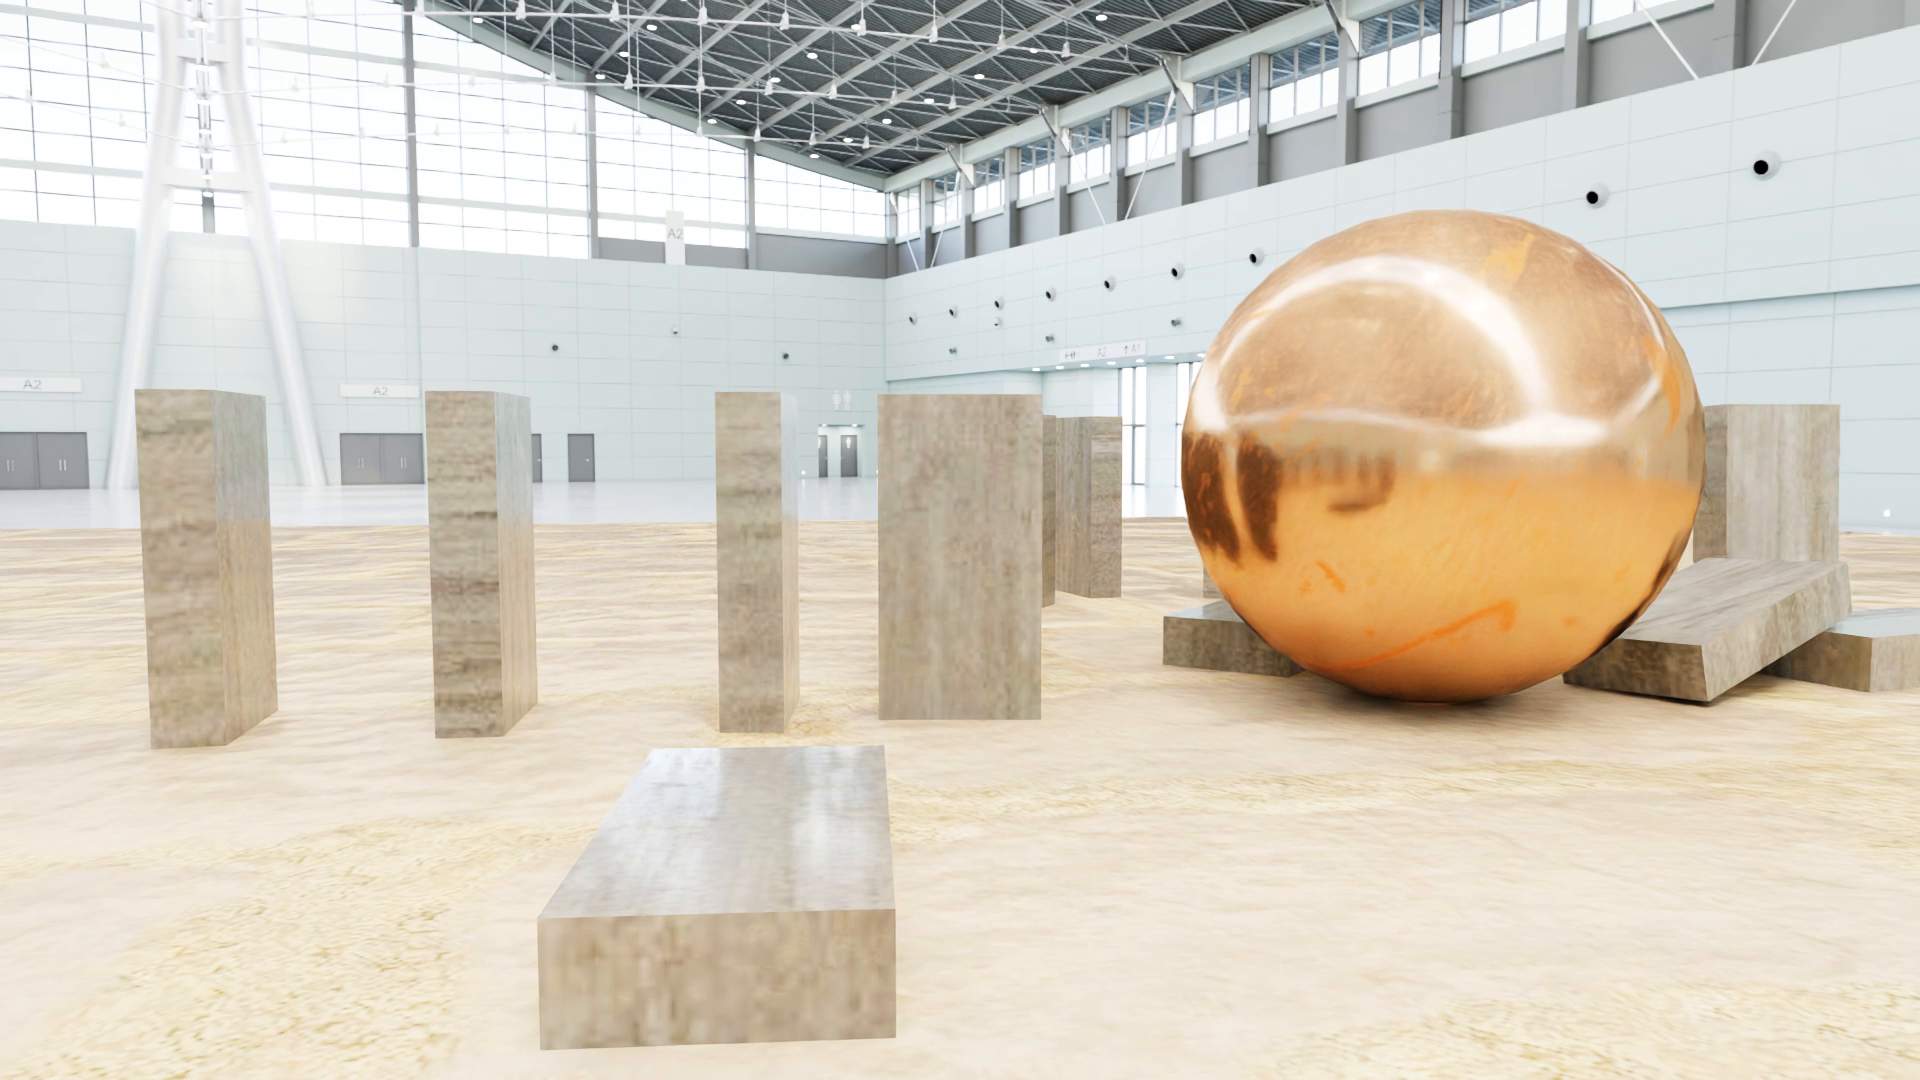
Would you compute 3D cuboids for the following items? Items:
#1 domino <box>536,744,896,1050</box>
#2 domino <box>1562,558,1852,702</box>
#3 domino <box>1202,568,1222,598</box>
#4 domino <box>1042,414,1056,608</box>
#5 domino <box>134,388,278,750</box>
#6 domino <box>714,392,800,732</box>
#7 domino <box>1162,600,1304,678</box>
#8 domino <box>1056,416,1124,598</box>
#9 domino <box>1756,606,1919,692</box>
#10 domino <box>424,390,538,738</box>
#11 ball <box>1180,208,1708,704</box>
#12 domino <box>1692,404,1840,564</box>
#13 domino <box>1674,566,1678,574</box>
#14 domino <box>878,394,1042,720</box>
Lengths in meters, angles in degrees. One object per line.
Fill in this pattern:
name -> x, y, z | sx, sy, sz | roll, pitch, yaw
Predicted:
domino -> -0.019, 0.029, 0.116 | 0.025, 0.010, 0.050 | 0, 4, -4
domino -> 0.133, 0.015, 0.229 | 0.050, 0.009, 0.025 | -17, 10, -31
domino -> 0.076, -0.010, 0.363 | 0.010, 0.050, 0.025 | 2, 5, 21
domino -> 0.012, -0.008, 0.341 | 0.025, 0.050, 0.009 | 2, 5, 24
domino -> -0.111, 0.003, 0.190 | 0.009, 0.050, 0.025 | -1, 4, -13
domino -> -0.031, 0.003, 0.200 | 0.010, 0.050, 0.025 | 0, 4, -2
domino -> 0.063, 0.018, 0.261 | 0.025, 0.010, 0.050 | 3, 5, 33
domino -> 0.036, -0.010, 0.365 | 0.010, 0.050, 0.025 | -2, 5, -21
domino -> 0.174, 0.020, 0.240 | 0.050, 0.010, 0.025 | -2, 5, -22
domino -> -0.073, 0.003, 0.197 | 0.009, 0.050, 0.025 | -1, 4, -7
ball -> 0.077, -0.013, 0.211 | 0.080, 0.080, 0.080 | 0, 4, 0
domino -> 0.164, -0.002, 0.261 | 0.025, 0.050, 0.009 | -1, 2, -8
domino -> 0.153, -0.005, 0.295 | 0.025, 0.050, 0.010 | -2, 5, -29
domino -> 0.000, 0.002, 0.201 | 0.025, 0.050, 0.009 | 0, 4, 0
